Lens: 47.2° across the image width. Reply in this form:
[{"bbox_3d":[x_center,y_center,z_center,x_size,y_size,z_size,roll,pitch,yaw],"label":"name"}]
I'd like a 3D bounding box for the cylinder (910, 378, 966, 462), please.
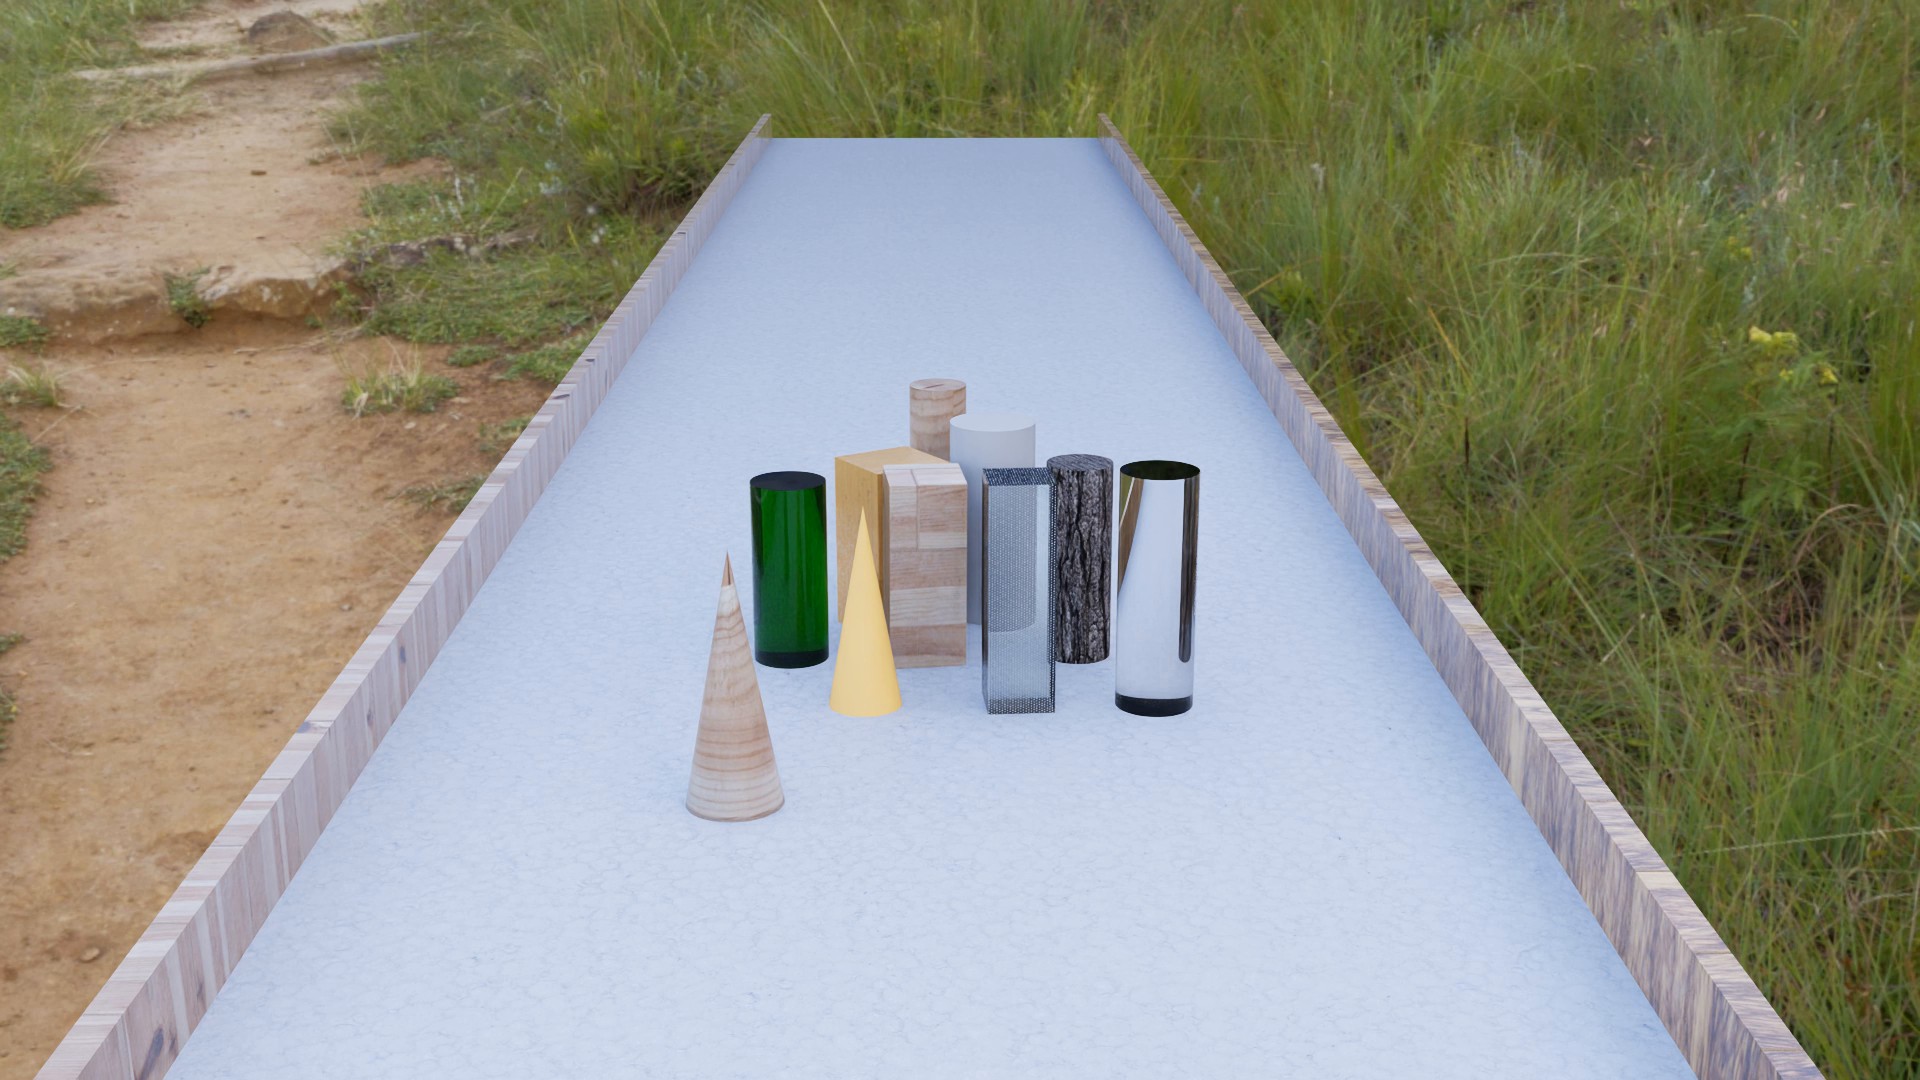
[{"bbox_3d":[-0.048,-0.127,4.875,0.125,0.444,0.125,0,17,0],"label":"cylinder"}]

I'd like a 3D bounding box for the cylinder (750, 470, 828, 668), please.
[{"bbox_3d":[-0.339,0.059,4.386,0.151,0.367,0.151,0,17,0],"label":"cylinder"}]

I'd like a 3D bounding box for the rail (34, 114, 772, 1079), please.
[{"bbox_3d":[-1.118,-0.838,7.780,0.050,0.150,12.000,0,17,-1],"label":"rail"}]

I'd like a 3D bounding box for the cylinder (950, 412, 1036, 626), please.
[{"bbox_3d":[0.068,-0.046,4.647,0.180,0.419,0.180,0,17,0],"label":"cylinder"}]

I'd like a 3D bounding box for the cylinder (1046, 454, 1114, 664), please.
[{"bbox_3d":[0.237,0.038,4.398,0.133,0.399,0.133,0,17,0],"label":"cylinder"}]

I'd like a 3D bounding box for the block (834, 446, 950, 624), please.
[{"bbox_3d":[-0.138,0.007,4.570,0.174,0.359,0.174,-10,19,-31],"label":"block"}]

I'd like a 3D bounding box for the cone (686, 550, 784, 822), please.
[{"bbox_3d":[-0.381,0.230,3.666,0.168,0.449,0.168,0,17,0],"label":"cone"}]

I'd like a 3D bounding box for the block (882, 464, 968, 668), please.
[{"bbox_3d":[-0.071,0.051,4.386,0.152,0.378,0.152,-2,18,-7],"label":"block"}]

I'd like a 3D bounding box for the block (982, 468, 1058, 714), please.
[{"bbox_3d":[0.110,0.096,4.126,0.126,0.444,0.126,-1,17,-5],"label":"block"}]

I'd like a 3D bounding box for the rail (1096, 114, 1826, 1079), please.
[{"bbox_3d":[0.932,-0.844,7.801,0.050,0.150,12.000,0,17,-1],"label":"rail"}]

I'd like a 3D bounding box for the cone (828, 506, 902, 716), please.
[{"bbox_3d":[-0.180,0.124,4.125,0.139,0.390,0.139,0,17,0],"label":"cone"}]

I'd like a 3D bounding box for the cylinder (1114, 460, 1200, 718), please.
[{"bbox_3d":[0.369,0.091,4.118,0.149,0.458,0.149,0,17,0],"label":"cylinder"}]
